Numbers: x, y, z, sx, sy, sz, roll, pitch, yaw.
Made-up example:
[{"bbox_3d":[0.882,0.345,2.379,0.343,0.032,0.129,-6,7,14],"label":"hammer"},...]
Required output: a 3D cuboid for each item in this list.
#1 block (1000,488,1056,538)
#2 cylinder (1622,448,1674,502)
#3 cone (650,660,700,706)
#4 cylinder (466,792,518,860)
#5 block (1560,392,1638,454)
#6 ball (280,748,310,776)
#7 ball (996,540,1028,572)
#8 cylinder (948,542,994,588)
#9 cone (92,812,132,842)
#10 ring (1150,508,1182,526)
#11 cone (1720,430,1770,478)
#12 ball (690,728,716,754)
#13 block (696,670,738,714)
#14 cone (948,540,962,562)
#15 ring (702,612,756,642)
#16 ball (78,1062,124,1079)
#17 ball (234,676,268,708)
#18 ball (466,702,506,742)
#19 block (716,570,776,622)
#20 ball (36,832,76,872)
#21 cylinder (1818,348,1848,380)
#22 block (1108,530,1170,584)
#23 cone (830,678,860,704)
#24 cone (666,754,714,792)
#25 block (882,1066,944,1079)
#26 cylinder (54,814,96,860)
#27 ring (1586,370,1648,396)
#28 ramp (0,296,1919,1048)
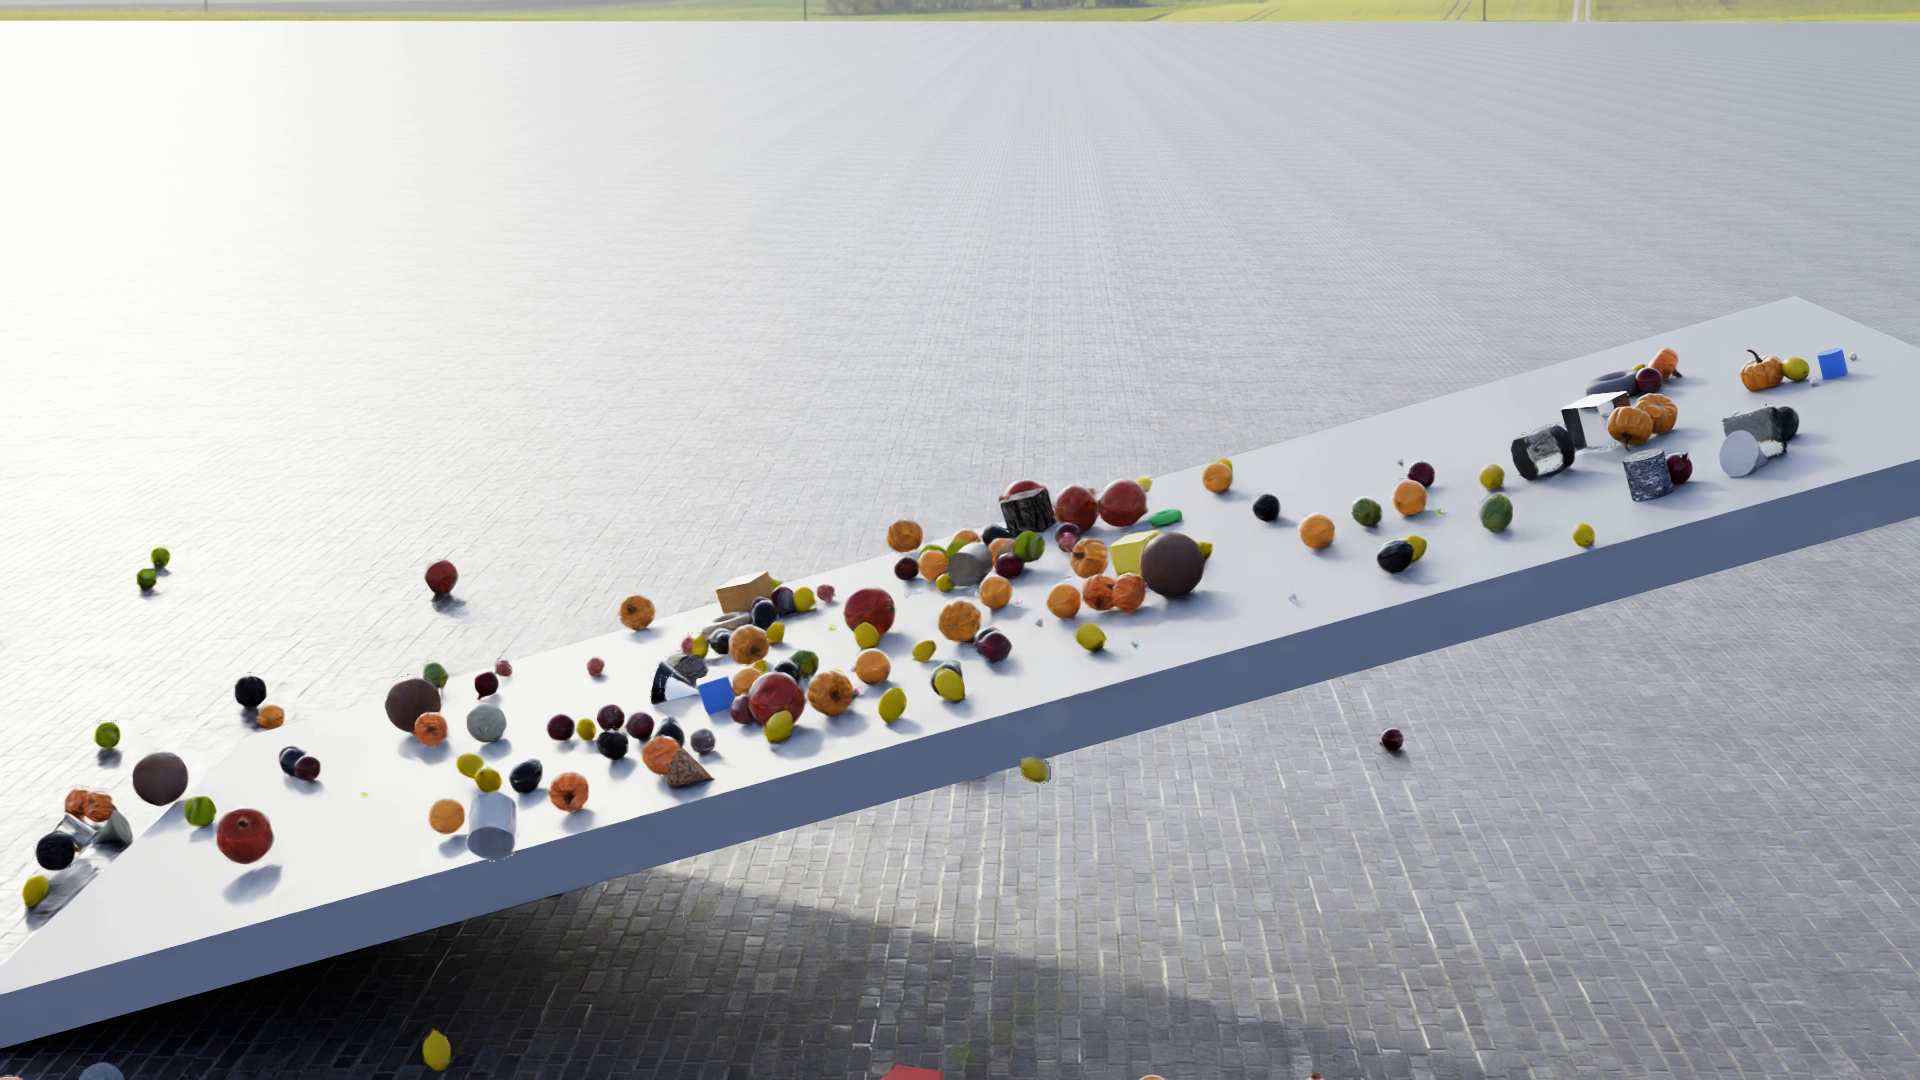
[{"bbox_3d":[0.164,-0.065,7.043,0.089,0.089,0.089,-12,11,26],"label":"block"},{"bbox_3d":[1.289,-0.121,5.511,0.078,0.078,0.078,-16,10,3],"label":"cylinder"},{"bbox_3d":[-0.602,0.317,6.325,0.099,0.099,0.099,12,12,7],"label":"cone"},{"bbox_3d":[-0.854,0.522,5.370,0.087,0.087,0.087,-1,41,-4],"label":"cylinder"},{"bbox_3d":[1.320,-0.241,6.067,0.098,0.098,0.098,-24,12,-35],"label":"block"},{"bbox_3d":[-1.523,0.508,6.733,0.066,0.066,0.066,0,11,0],"label":"ball"},{"bbox_3d":[0.117,0.036,6.614,0.069,0.069,0.069,0,11,0],"label":"ball"},{"bbox_3d":[0.024,0.056,6.625,0.081,0.081,0.081,4,17,20],"label":"cylinder"},{"bbox_3d":[-1.993,0.688,6.877,0.082,0.082,0.082,-26,8,7],"label":"cone"},{"bbox_3d":[0.465,-0.051,6.648,0.077,0.026,0.077,-15,10,3],"label":"ring"},{"bbox_3d":[1.481,-0.154,5.484,0.089,0.089,0.089,9,4,-36],"label":"cone"},{"bbox_3d":[-0.501,0.391,5.730,0.050,0.050,0.050,0,11,0],"label":"ball"},{"bbox_3d":[-0.505,0.317,6.104,0.066,0.066,0.066,-18,10,-6],"label":"block"},{"bbox_3d":[0.003,0.030,6.972,0.054,0.054,0.054,12,12,6],"label":"cone"},{"bbox_3d":[-0.541,0.202,6.870,0.131,0.044,0.131,-15,11,3],"label":"ring"},{"bbox_3d":[-1.532,0.974,5.246,0.082,0.082,0.082,0,11,0],"label":"ball"},{"bbox_3d":[-1.967,0.419,8.154,0.090,0.090,0.090,0,11,0],"label":"ball"},{"bbox_3d":[-1.041,0.402,6.460,0.088,0.088,0.088,0,11,0],"label":"ball"},{"bbox_3d":[-0.505,0.140,6.998,0.095,0.095,0.095,-12,11,28],"label":"block"},{"bbox_3d":[-2.037,0.702,6.621,0.087,0.087,0.087,0,11,0],"label":"ball"},{"bbox_3d":[1.804,-0.365,6.082,0.052,0.052,0.052,-16,10,3],"label":"cylinder"},{"bbox_3d":[0.376,0.034,6.160,0.081,0.081,0.081,-9,12,36],"label":"block"},{"bbox_3d":[-0.224,0.304,5.830,0.054,0.054,0.054,10,11,0],"label":"cone"},{"bbox_3d":[-0.495,0.438,5.501,0.079,0.079,0.079,-6,7,27],"label":"cone"},{"bbox_3d":[-0.086,0.985,5.171,0.088,0.088,0.088,4,12,21],"label":"block"},{"bbox_3d":[-2.033,0.679,6.739,0.077,0.077,0.077,34,9,-5],"label":"cylinder"},{"bbox_3d":[1.463,-0.344,6.553,0.139,0.046,0.139,-15,10,3],"label":"ring"},{"bbox_3d":[0.090,0.187,6.320,4.000,0.100,2.000,-16,10,5],"label":"ramp"}]
